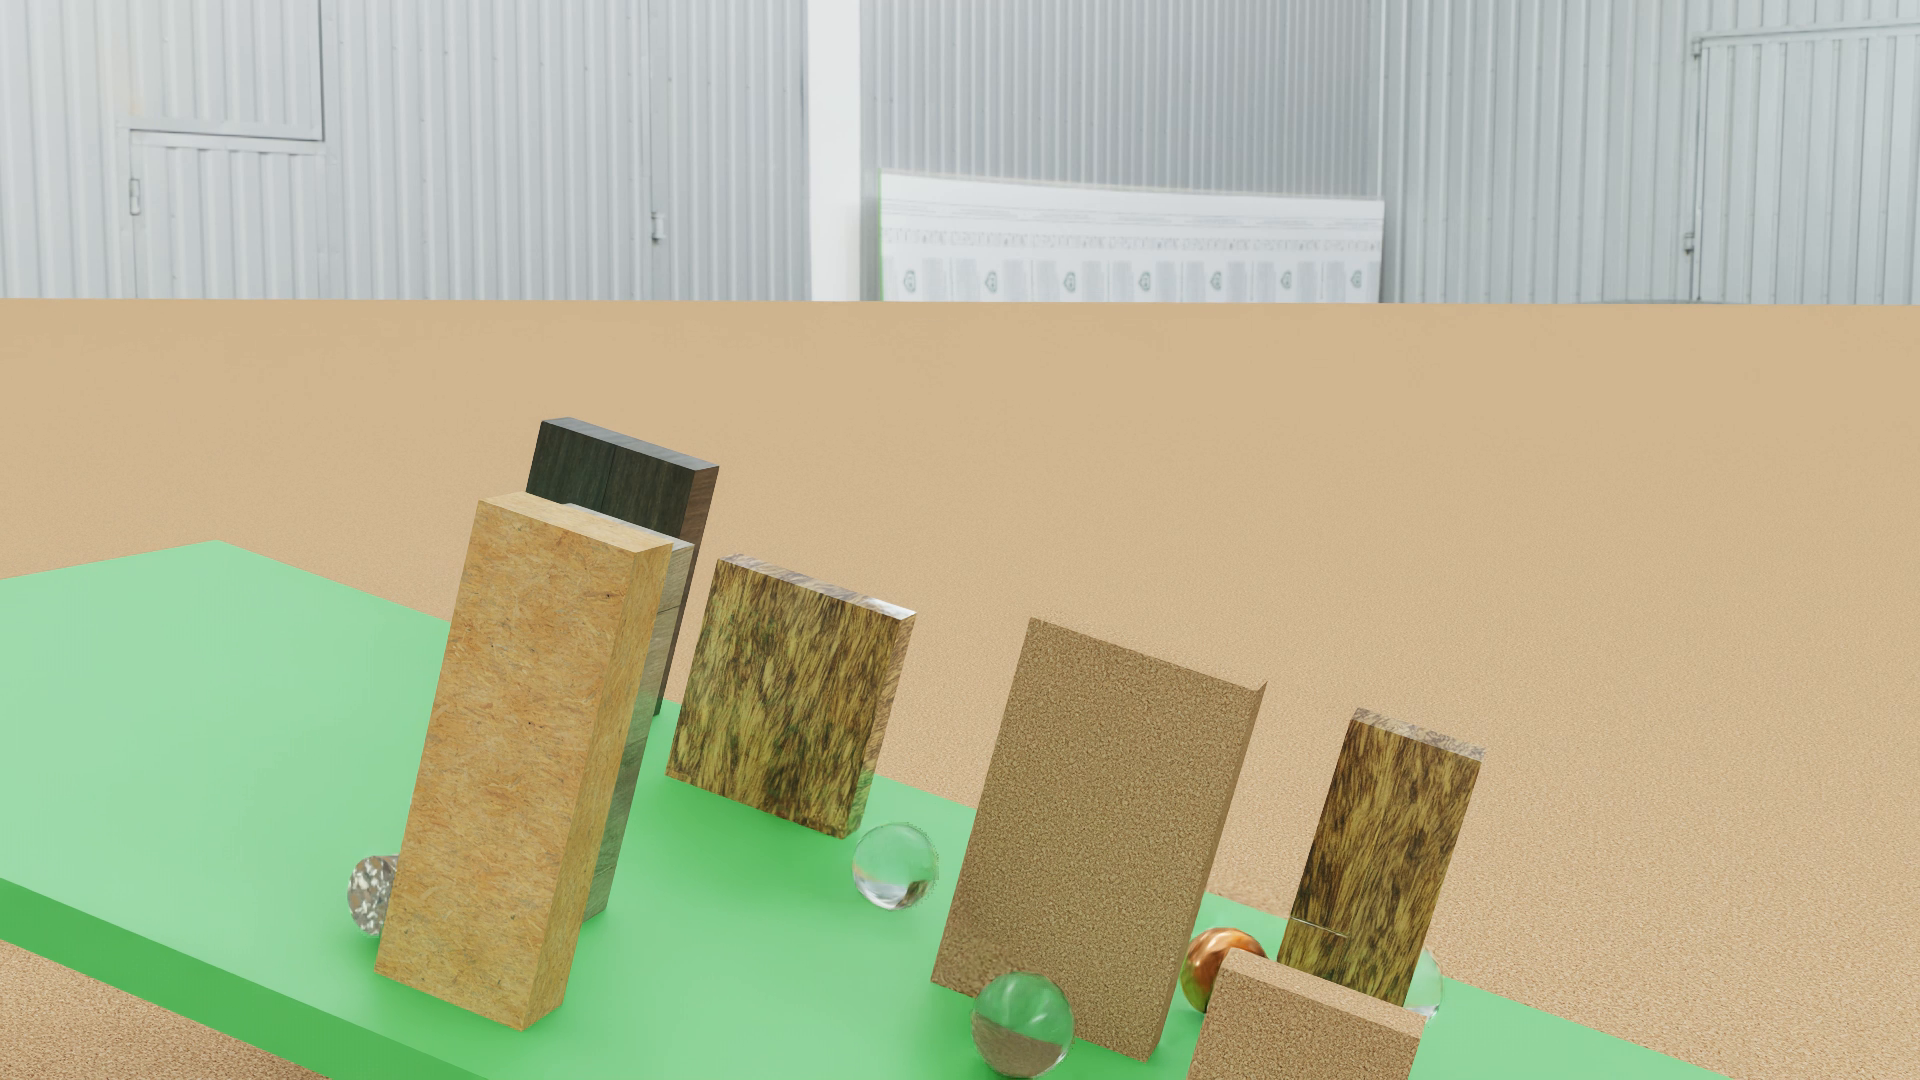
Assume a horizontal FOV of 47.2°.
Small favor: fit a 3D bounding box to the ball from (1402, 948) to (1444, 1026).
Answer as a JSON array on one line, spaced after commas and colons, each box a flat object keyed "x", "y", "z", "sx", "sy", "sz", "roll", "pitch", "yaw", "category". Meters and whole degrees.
[{"x": 0.876, "y": 0.900, "z": 4.436, "sx": 0.194, "sy": 0.194, "sz": 0.194, "roll": 0, "pitch": 7, "yaw": 0, "category": "ball"}]

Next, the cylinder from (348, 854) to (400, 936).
[{"x": -0.935, "y": 0.593, "z": 3.697, "sx": 0.130, "sy": 0.130, "sz": 0.130, "roll": 5, "pitch": 0, "yaw": 34, "category": "cylinder"}]

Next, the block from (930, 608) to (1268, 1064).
[{"x": 0.249, "y": 0.536, "z": 4.027, "sx": 0.427, "sy": 0.721, "sz": 0.119, "roll": 18, "pitch": 11, "yaw": 14, "category": "block"}]

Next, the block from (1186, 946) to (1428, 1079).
[{"x": 0.497, "y": 0.888, "z": 3.376, "sx": 0.312, "sy": 0.431, "sz": 0.104, "roll": 18, "pitch": 11, "yaw": 14, "category": "block"}]

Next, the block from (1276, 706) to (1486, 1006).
[{"x": 0.772, "y": 0.677, "z": 4.168, "sx": 0.248, "sy": 0.666, "sz": 0.120, "roll": 18, "pitch": 11, "yaw": 14, "category": "block"}]

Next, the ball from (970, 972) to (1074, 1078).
[{"x": 0.107, "y": 0.833, "z": 3.782, "sx": 0.181, "sy": 0.181, "sz": 0.181, "roll": 0, "pitch": 7, "yaw": 0, "category": "ball"}]

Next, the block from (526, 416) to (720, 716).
[{"x": -0.841, "y": 0.069, "z": 5.153, "sx": 0.399, "sy": 0.619, "sz": 0.140, "roll": 18, "pitch": 11, "yaw": 14, "category": "block"}]

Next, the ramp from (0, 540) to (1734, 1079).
[{"x": -0.383, "y": 0.756, "z": 4.244, "sx": 4.000, "sy": 0.100, "sz": 2.000, "roll": 18, "pitch": 11, "yaw": 14, "category": "ramp"}]

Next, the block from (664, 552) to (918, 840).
[{"x": -0.370, "y": 0.335, "z": 4.770, "sx": 0.430, "sy": 0.502, "sz": 0.110, "roll": 18, "pitch": 11, "yaw": 14, "category": "block"}]

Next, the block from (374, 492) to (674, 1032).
[{"x": -0.697, "y": 0.349, "z": 3.496, "sx": 0.273, "sy": 0.799, "sz": 0.139, "roll": 18, "pitch": 11, "yaw": 14, "category": "block"}]

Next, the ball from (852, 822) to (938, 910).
[{"x": -0.131, "y": 0.651, "z": 4.389, "sx": 0.171, "sy": 0.171, "sz": 0.171, "roll": 0, "pitch": 7, "yaw": 0, "category": "ball"}]

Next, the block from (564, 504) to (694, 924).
[{"x": -0.691, "y": 0.311, "z": 3.936, "sx": 0.251, "sy": 0.705, "sz": 0.115, "roll": 18, "pitch": 11, "yaw": 14, "category": "block"}]

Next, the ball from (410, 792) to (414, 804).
[{"x": -0.935, "y": 0.493, "z": 4.100, "sx": 0.172, "sy": 0.172, "sz": 0.172, "roll": 0, "pitch": 7, "yaw": 0, "category": "ball"}]

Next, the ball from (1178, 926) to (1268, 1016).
[{"x": 0.511, "y": 0.837, "z": 4.247, "sx": 0.177, "sy": 0.177, "sz": 0.177, "roll": 0, "pitch": 7, "yaw": 0, "category": "ball"}]
